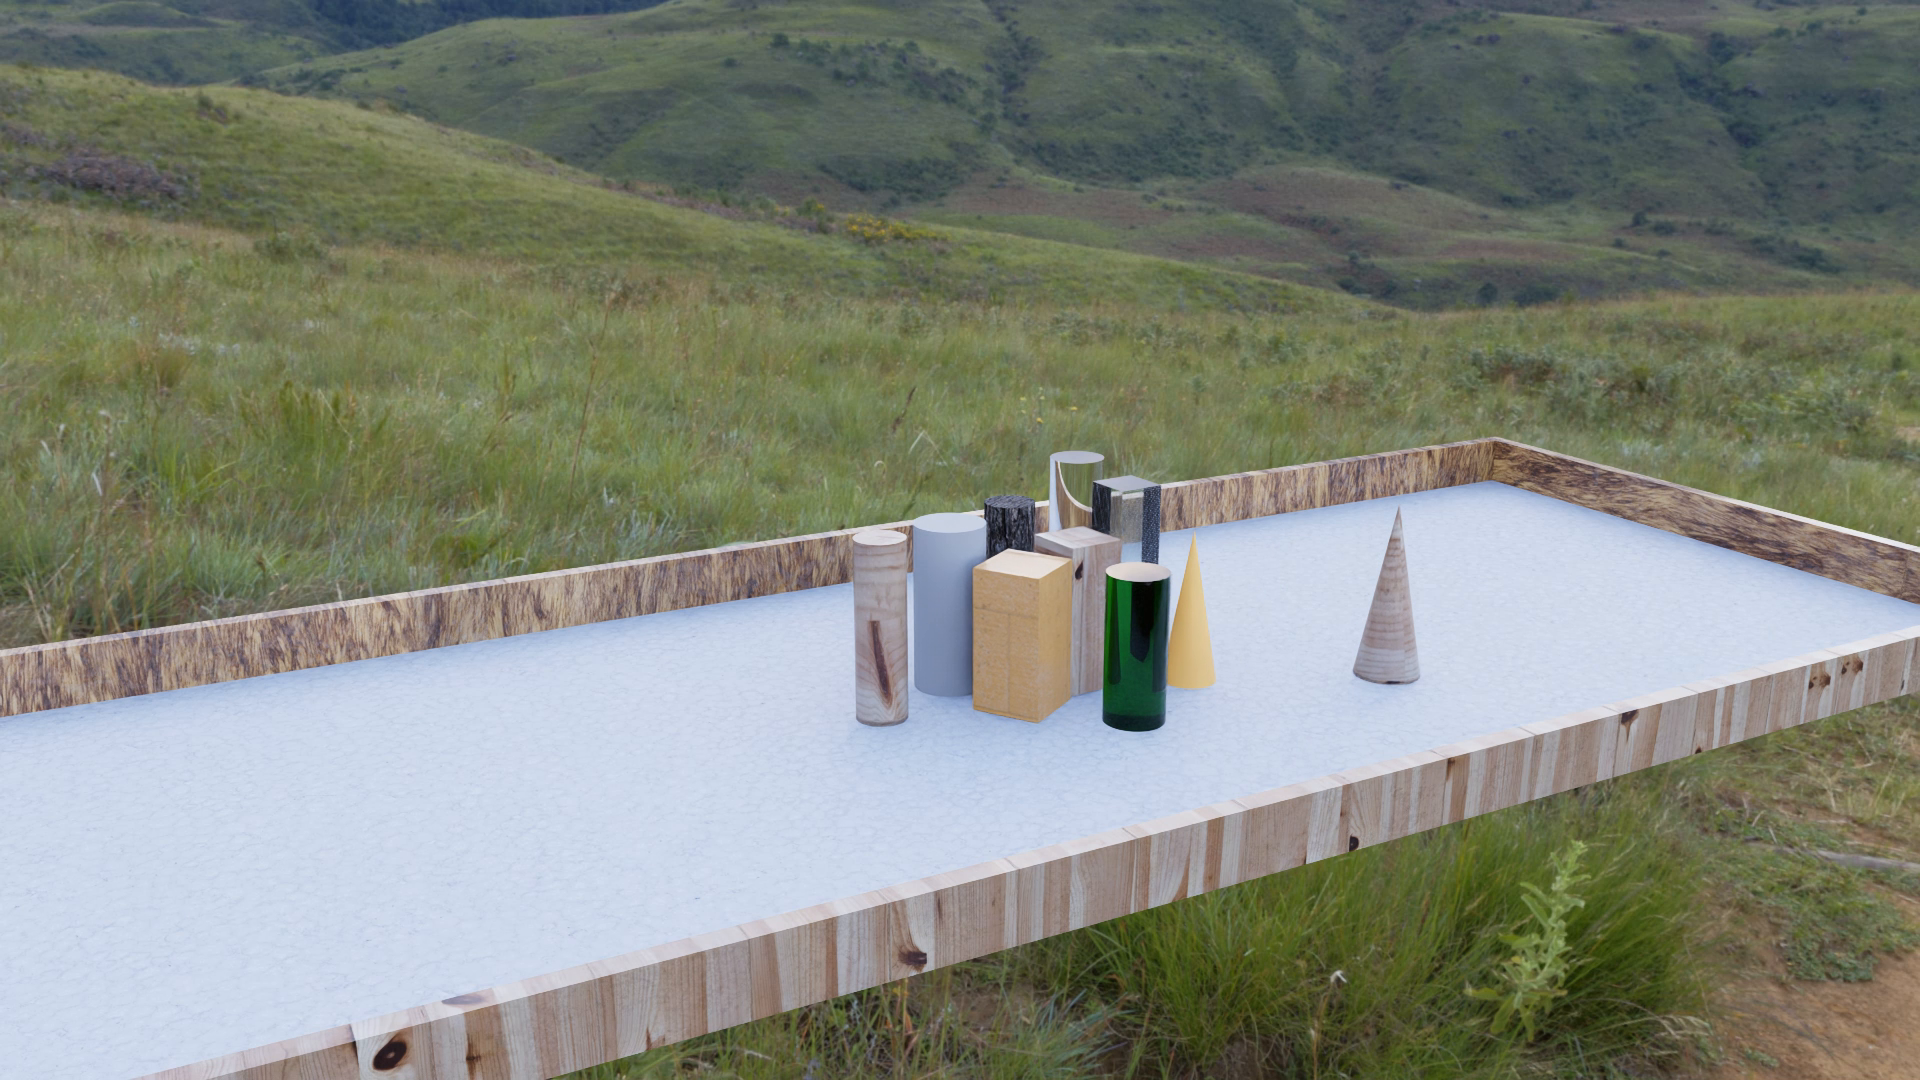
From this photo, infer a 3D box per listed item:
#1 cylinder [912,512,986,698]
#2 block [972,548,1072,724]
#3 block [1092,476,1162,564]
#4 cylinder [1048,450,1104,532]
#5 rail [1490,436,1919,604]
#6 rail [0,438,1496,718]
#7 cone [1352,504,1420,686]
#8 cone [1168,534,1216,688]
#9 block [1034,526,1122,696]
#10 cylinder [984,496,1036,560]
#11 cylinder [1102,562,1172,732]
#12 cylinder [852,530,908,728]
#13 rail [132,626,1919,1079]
[{"bbox_3d":[-0.025,0.159,4.071,0.180,0.419,0.180,0,16,0],"label":"cylinder"},{"bbox_3d":[0.150,0.227,3.944,0.174,0.359,0.174,9,19,29],"label":"block"},{"bbox_3d":[0.433,0.066,4.343,0.126,0.444,0.126,-10,19,-31],"label":"block"},{"bbox_3d":[0.319,-0.006,4.564,0.149,0.458,0.149,0,16,0],"label":"cylinder"},{"bbox_3d":[2.466,-0.048,5.253,0.050,0.150,2.100,-9,18,-27],"label":"rail"},{"bbox_3d":[-3.305,0.497,3.399,12.000,0.150,0.050,-9,18,-27],"label":"rail"},{"bbox_3d":[1.086,0.123,4.138,0.168,0.449,0.168,0,16,0],"label":"cone"},{"bbox_3d":[0.576,0.163,4.109,0.139,0.390,0.139,0,16,0],"label":"cone"},{"bbox_3d":[0.286,0.175,4.082,0.152,0.378,0.152,-10,19,-33],"label":"block"},{"bbox_3d":[0.129,0.092,4.334,0.133,0.399,0.133,0,16,0],"label":"cylinder"},{"bbox_3d":[0.412,0.249,3.857,0.151,0.367,0.151,0,16,0],"label":"cylinder"},{"bbox_3d":[-0.185,0.207,3.861,0.125,0.444,0.125,0,16,0],"label":"cylinder"},{"bbox_3d":[-2.336,1.006,1.665,12.000,0.150,0.050,-9,18,-27],"label":"rail"}]
